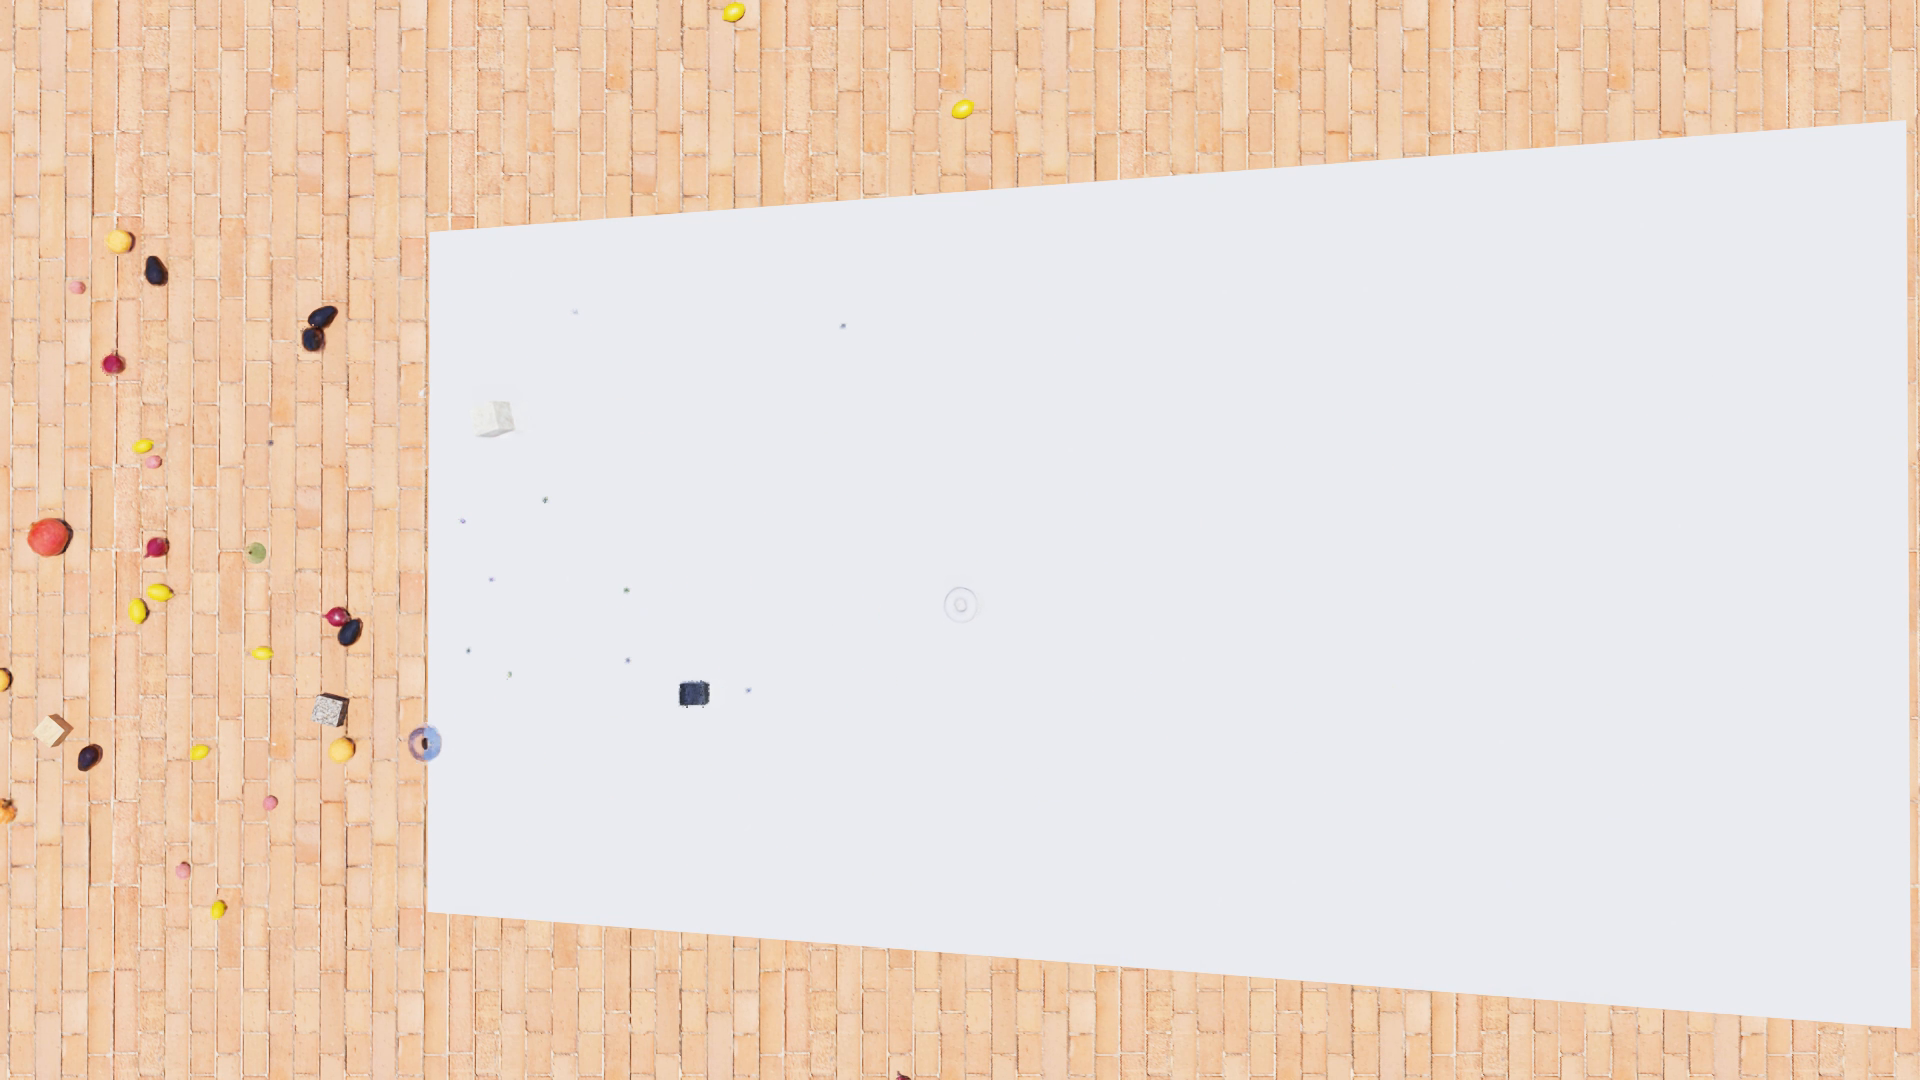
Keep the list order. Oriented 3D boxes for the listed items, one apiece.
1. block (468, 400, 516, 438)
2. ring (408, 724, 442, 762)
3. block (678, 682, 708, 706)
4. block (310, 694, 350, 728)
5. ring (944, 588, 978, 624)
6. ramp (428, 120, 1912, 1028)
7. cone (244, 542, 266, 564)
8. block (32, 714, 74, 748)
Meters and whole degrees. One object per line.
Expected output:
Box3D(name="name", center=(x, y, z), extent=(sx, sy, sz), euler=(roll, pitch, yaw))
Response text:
Box3D(name="block", center=(-1.347, -0.348, 6.336), extent=(0.084, 0.084, 0.084), euler=(-17, 83, 23))
Box3D(name="ring", center=(-1.569, 0.597, 6.449), extent=(0.111, 0.037, 0.111), euler=(-1, 88, 25))
Box3D(name="block", center=(-0.734, 0.424, 6.066), extent=(0.060, 0.060, 0.060), euler=(0, 89, 24))
Box3D(name="block", center=(-1.867, 0.506, 6.520), extent=(0.079, 0.079, 0.079), euler=(15, 89, 0))
Box3D(name="ring", center=(0.002, 0.172, 5.756), extent=(0.094, 0.031, 0.094), euler=(0, 90, 23))
Box3D(name="ramp", center=(0.283, 0.083, 5.704), extent=(4.000, 0.100, 2.000), euler=(0, 89, 24))
Box3D(name="cone", center=(-2.103, 0.039, 6.532), extent=(0.067, 0.067, 0.067), euler=(0, 89, 0))
Box3D(name="block", center=(-2.691, 0.566, 6.525), extent=(0.068, 0.068, 0.068), euler=(41, 89, 0))
